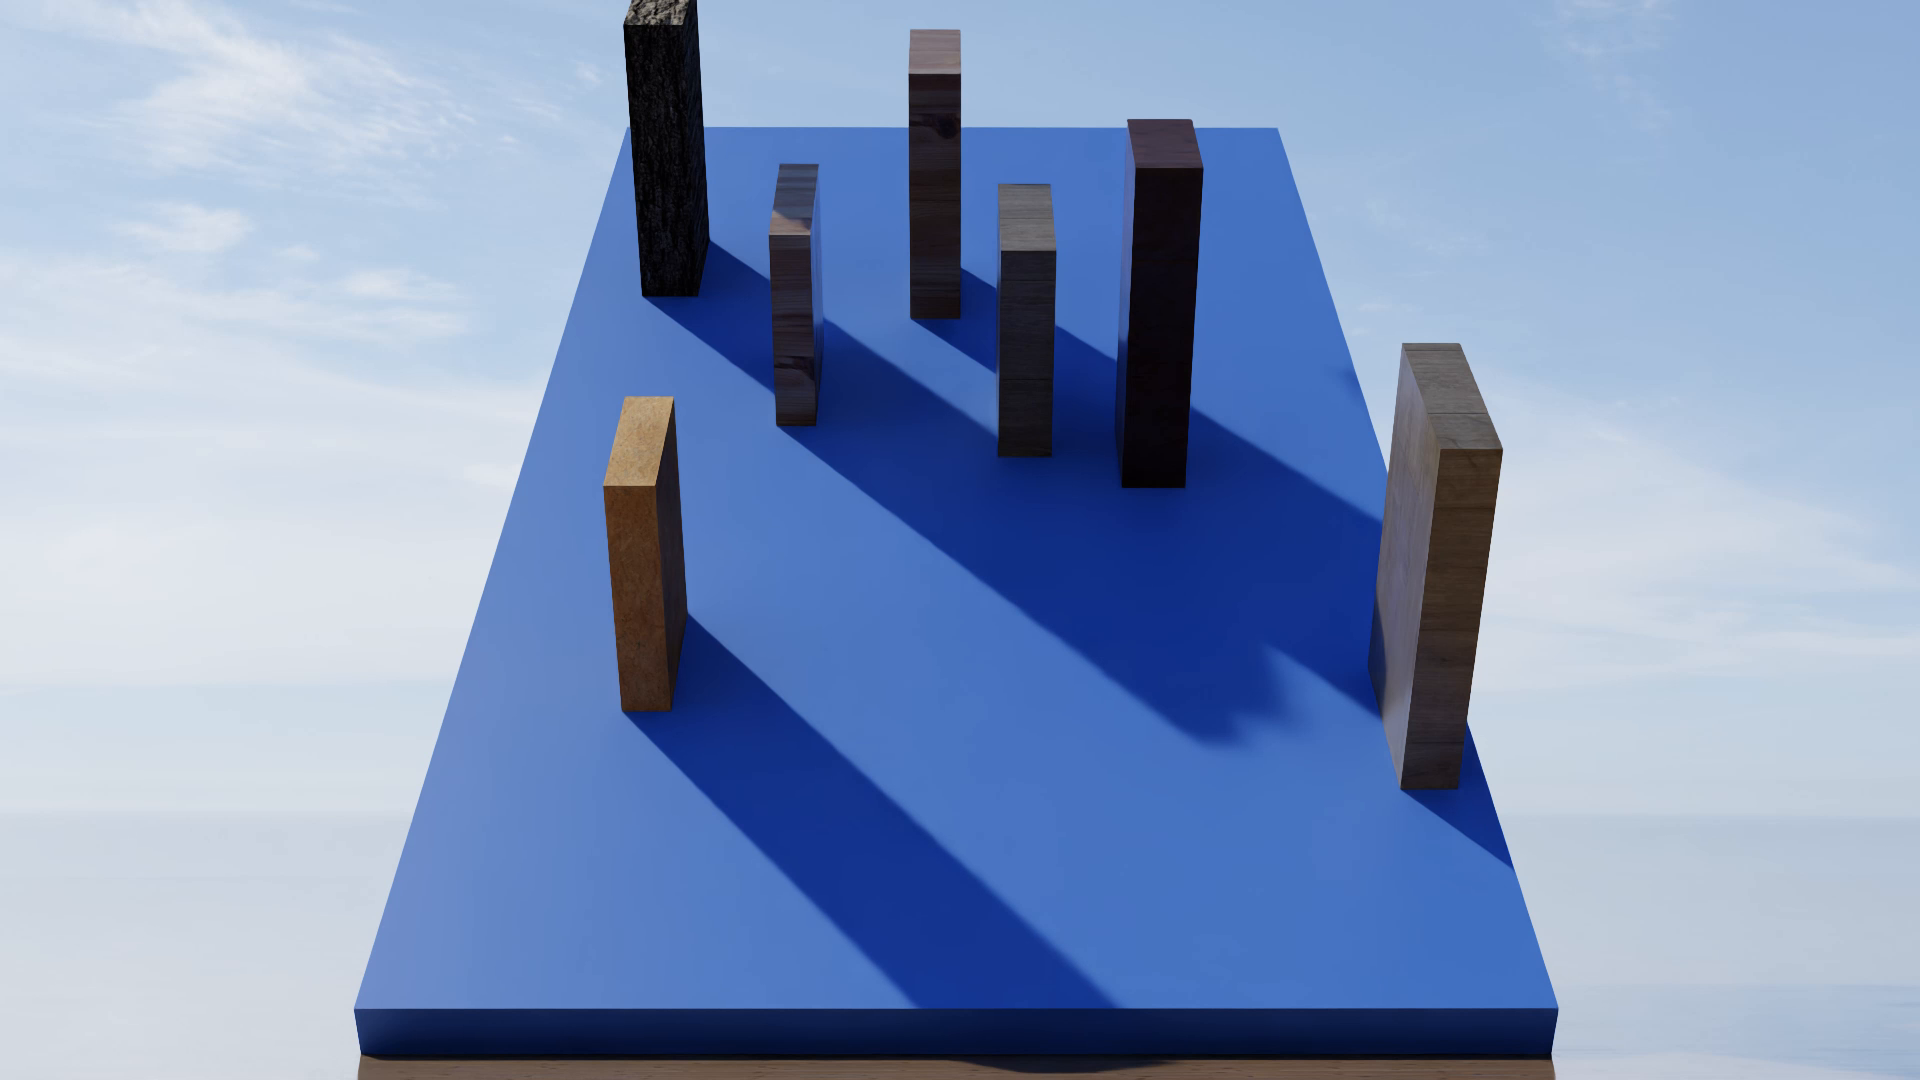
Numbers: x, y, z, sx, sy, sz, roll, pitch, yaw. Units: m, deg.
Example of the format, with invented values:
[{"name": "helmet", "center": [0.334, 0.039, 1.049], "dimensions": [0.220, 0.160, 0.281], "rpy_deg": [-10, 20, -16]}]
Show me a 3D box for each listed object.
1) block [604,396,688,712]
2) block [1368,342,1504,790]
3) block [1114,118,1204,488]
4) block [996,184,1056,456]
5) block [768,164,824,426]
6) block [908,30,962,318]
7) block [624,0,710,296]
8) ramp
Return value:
[{"name": "block", "center": [-0.616, 0.026, 4.788], "dimensions": [0.097, 0.508, 0.359], "rpy_deg": [0, 31, 0]}, {"name": "block", "center": [0.880, 0.050, 4.544], "dimensions": [0.108, 0.727, 0.414], "rpy_deg": [0, 31, 0]}, {"name": "block", "center": [0.442, -0.526, 5.459], "dimensions": [0.144, 0.778, 0.286], "rpy_deg": [0, 31, 0]}, {"name": "block", "center": [0.151, -0.517, 5.690], "dimensions": [0.123, 0.523, 0.384], "rpy_deg": [0, 31, 0]}, {"name": "block", "center": [-0.391, -0.593, 5.844], "dimensions": [0.095, 0.493, 0.430], "rpy_deg": [0, 31, 0]}, {"name": "block", "center": [-0.064, -0.943, 6.267], "dimensions": [0.130, 0.664, 0.328], "rpy_deg": [0, 31, 0]}, {"name": "block", "center": [-0.765, -1.056, 6.377], "dimensions": [0.147, 0.741, 0.371], "rpy_deg": [0, 31, 0]}, {"name": "ramp", "center": [-0.014, -0.203, 5.771], "dimensions": [2.000, 0.100, 4.000], "rpy_deg": [0, 31, 0]}]
